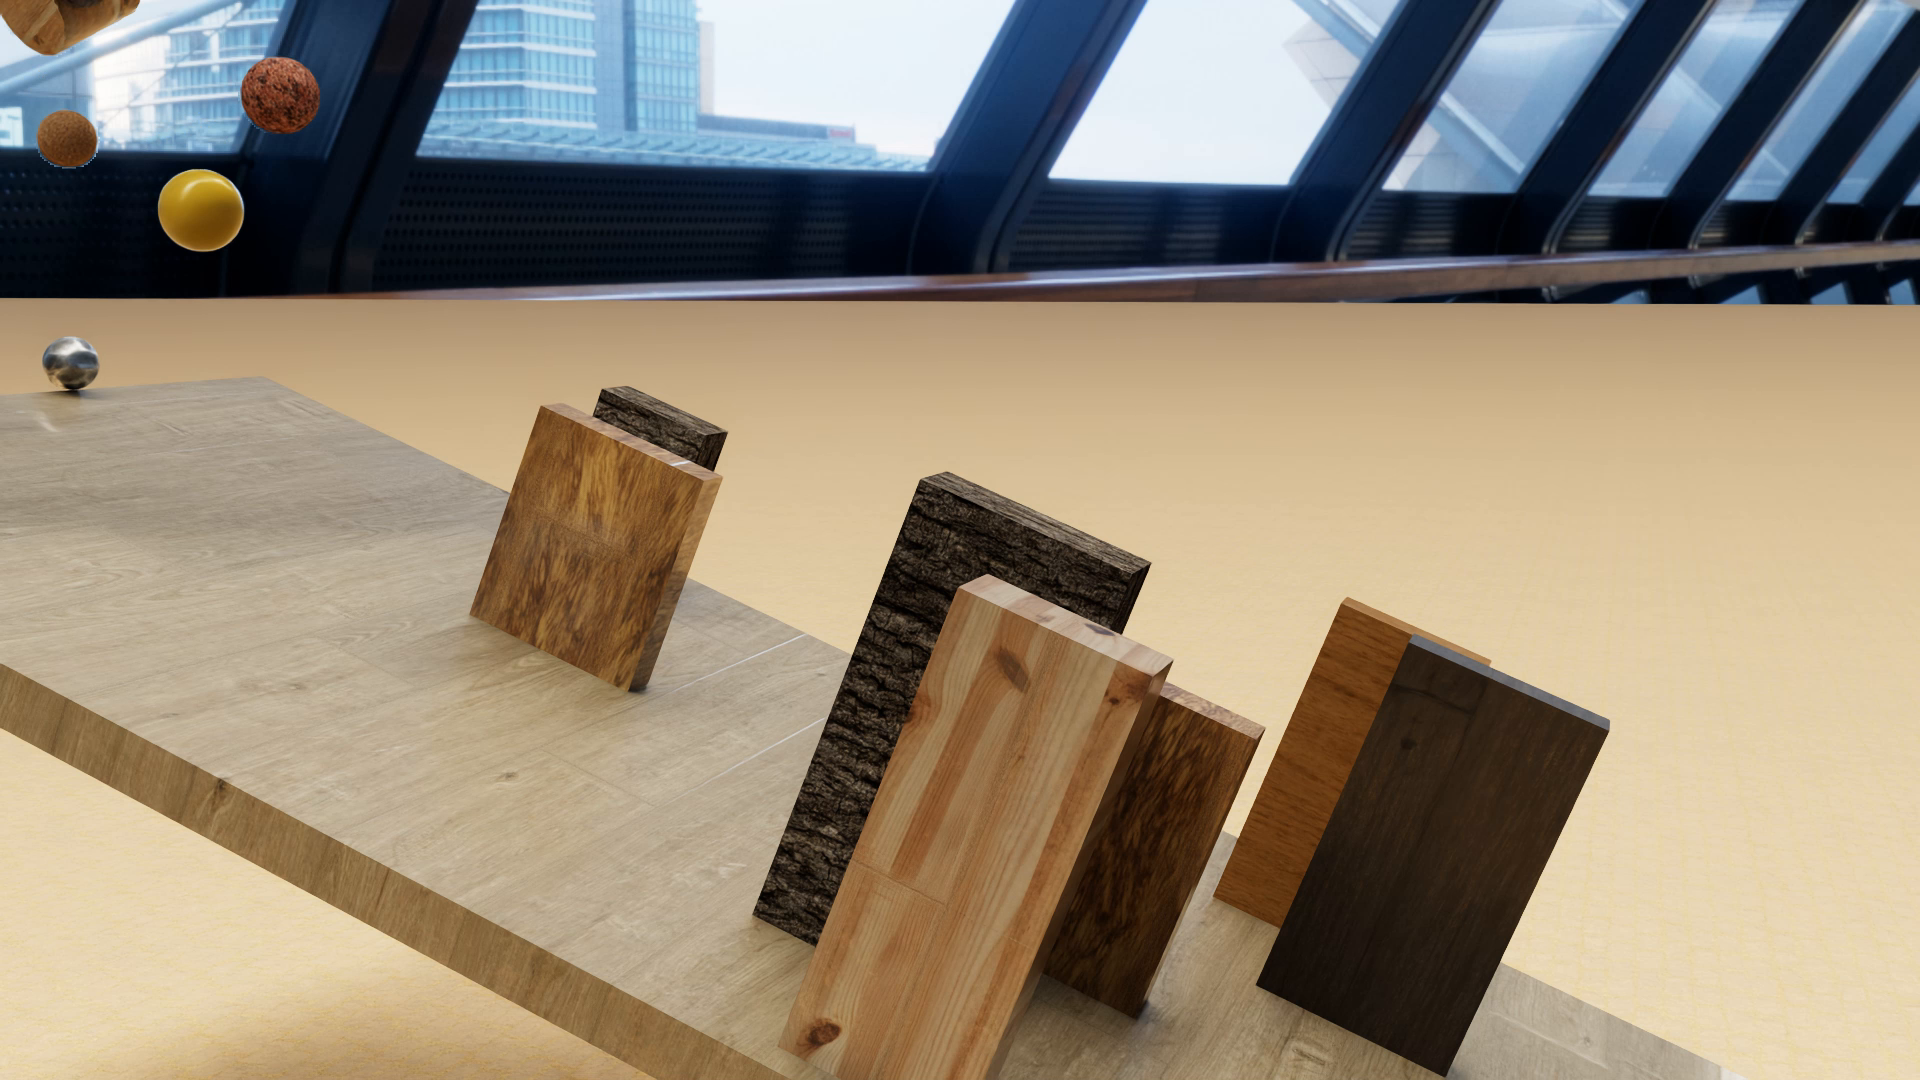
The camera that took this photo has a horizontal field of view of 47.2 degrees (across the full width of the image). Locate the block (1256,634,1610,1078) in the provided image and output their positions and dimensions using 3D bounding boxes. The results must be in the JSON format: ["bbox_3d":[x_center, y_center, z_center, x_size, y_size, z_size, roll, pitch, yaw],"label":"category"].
[{"bbox_3d":[0.873,0.585,4.087,0.383,0.723,0.103,24,13,13],"label":"block"}]

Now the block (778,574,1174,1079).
[{"bbox_3d":[0.019,0.456,3.181,0.299,0.746,0.146,24,13,13],"label":"block"}]

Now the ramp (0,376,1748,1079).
[{"bbox_3d":[-0.309,0.548,4.196,4.000,0.100,2.000,24,13,13],"label":"ramp"}]

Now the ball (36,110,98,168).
[{"bbox_3d":[-1.896,-0.852,4.669,0.119,0.119,0.119,0,7,0],"label":"ball"}]

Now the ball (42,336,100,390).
[{"bbox_3d":[-1.981,-0.394,4.900,0.119,0.119,0.119,0,7,0],"label":"ball"}]

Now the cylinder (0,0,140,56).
[{"bbox_3d":[-1.842,-1.136,4.532,0.203,0.203,0.203,5,37,35],"label":"cylinder"}]

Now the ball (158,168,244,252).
[{"bbox_3d":[-1.510,-0.656,4.376,0.164,0.164,0.164,0,7,0],"label":"ball"}]

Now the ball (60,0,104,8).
[{"bbox_3d":[-1.753,-1.130,4.373,0.139,0.139,0.139,0,7,0],"label":"ball"}]

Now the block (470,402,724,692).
[{"bbox_3d":[-0.737,0.012,4.437,0.379,0.462,0.096,24,13,13],"label":"block"}]

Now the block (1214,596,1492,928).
[{"bbox_3d":[0.795,0.489,4.477,0.314,0.672,0.097,24,13,13],"label":"block"}]

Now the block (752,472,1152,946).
[{"bbox_3d":[-0.018,0.327,3.565,0.368,0.786,0.143,24,13,13],"label":"block"}]

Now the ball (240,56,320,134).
[{"bbox_3d":[-1.399,-0.916,4.530,0.157,0.157,0.157,0,7,0],"label":"ball"}]

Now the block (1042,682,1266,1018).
[{"bbox_3d":[0.248,0.499,3.834,0.376,0.544,0.105,24,13,13],"label":"block"}]

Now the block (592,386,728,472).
[{"bbox_3d":[-0.742,-0.108,5.043,0.270,0.412,0.134,24,13,13],"label":"block"}]
